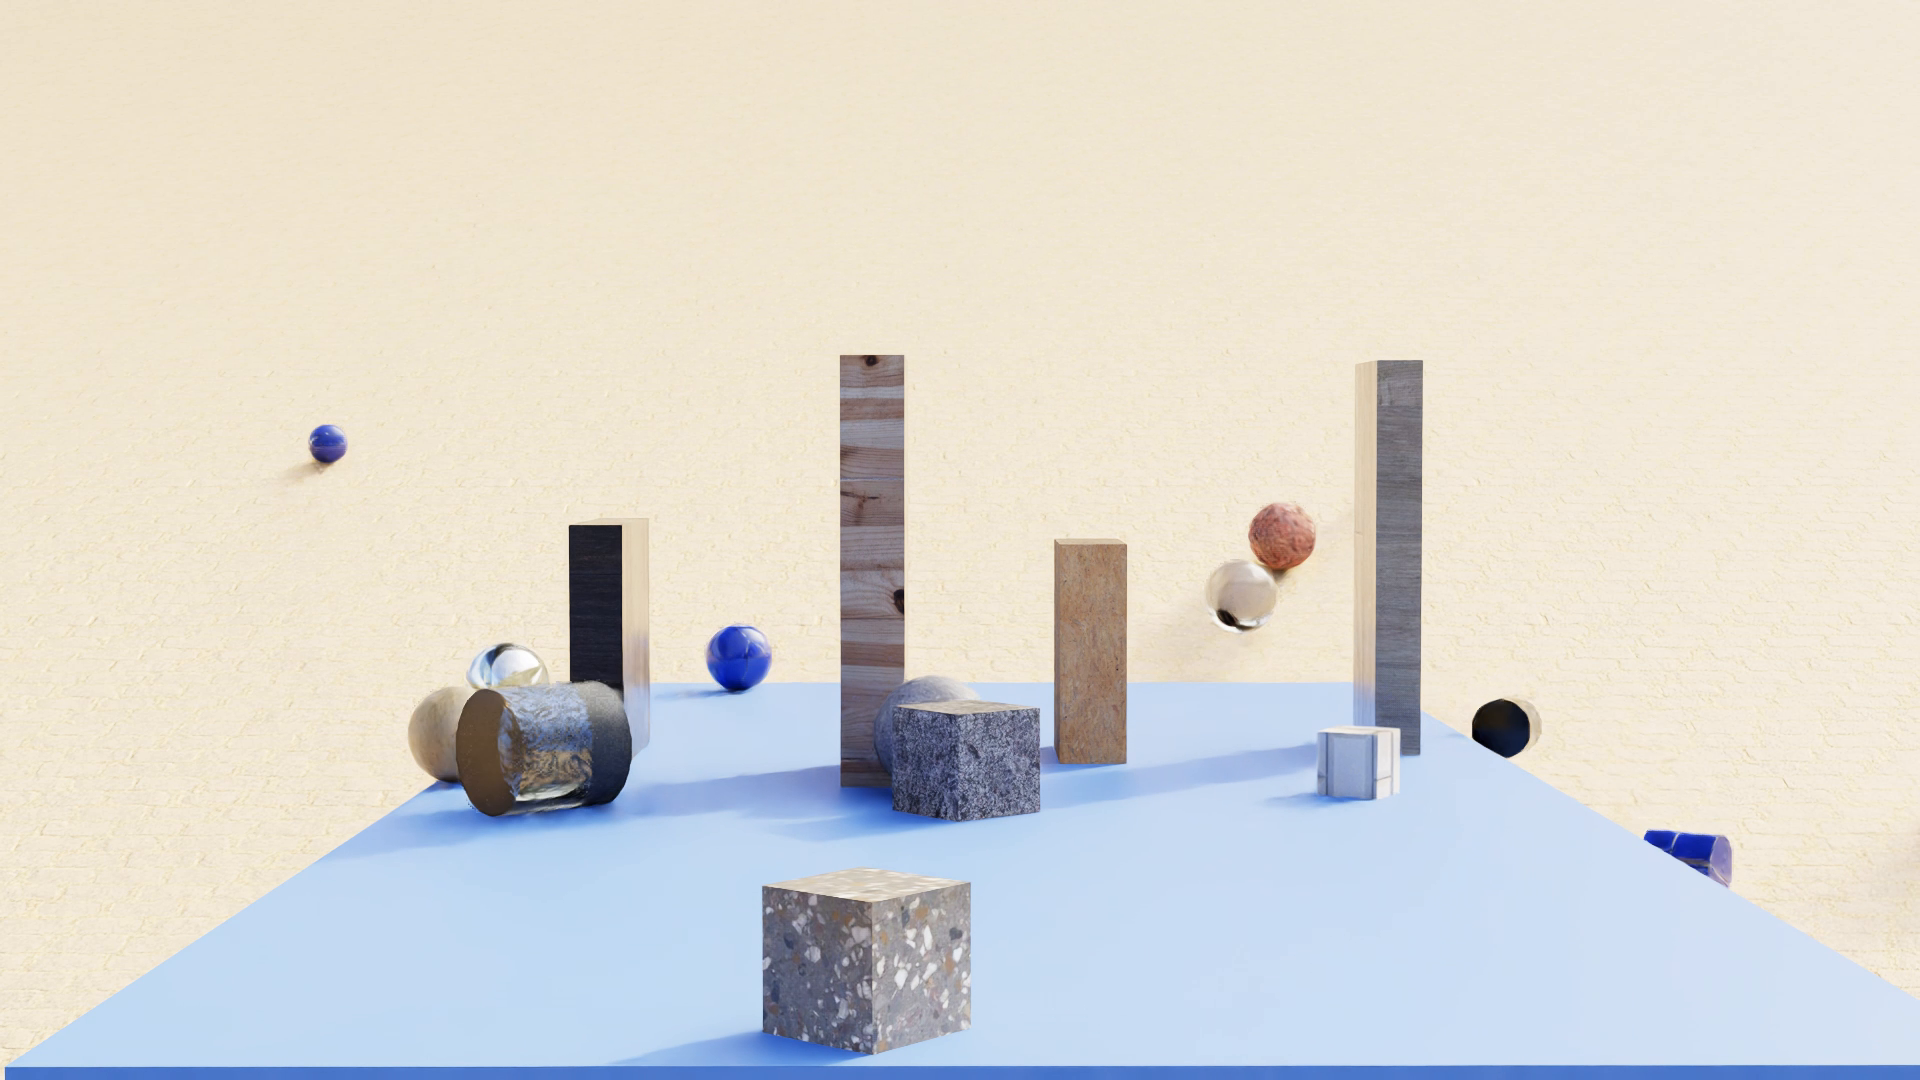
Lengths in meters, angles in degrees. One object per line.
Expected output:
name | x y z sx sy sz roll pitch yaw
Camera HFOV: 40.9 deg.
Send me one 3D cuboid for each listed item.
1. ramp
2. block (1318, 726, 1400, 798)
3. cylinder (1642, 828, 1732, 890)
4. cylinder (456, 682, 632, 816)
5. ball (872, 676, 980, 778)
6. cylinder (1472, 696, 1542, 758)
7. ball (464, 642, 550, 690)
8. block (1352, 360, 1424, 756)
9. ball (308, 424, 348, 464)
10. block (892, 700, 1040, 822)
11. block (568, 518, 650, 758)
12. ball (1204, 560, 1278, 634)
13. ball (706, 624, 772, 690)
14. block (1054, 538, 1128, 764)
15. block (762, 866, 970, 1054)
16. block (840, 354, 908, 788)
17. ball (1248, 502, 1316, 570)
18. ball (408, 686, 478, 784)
ramp | 0.054 0.490 4.542 2.000 0.100 4.000 0 2 0
block | 0.696 0.387 4.495 0.110 0.110 0.110 1 3 30
cylinder | 1.504 0.678 5.339 0.149 0.149 0.149 3 21 35
cylinder | -0.693 0.346 4.288 0.210 0.210 0.210 -2 19 -42
ball | -0.048 0.339 4.484 0.207 0.207 0.207 0 24 0
cylinder | 1.160 0.398 5.463 0.125 0.125 0.125 11 4 23
ball | -0.993 0.317 5.648 0.185 0.185 0.185 0 24 0
block | 0.855 0.030 5.152 0.090 0.771 0.277 0 2 0
ball | -1.999 -0.305 8.144 0.125 0.125 0.125 0 24 0
block | 0.010 0.364 4.277 0.174 0.174 0.174 -2 3 -39
block | -0.685 0.192 5.056 0.101 0.457 0.421 0 2 0
ball | 0.764 0.155 6.996 0.200 0.200 0.200 0 24 0
ball | -0.543 0.288 6.326 0.166 0.166 0.166 0 24 0
block | 0.254 0.211 5.042 0.128 0.418 0.290 0 2 0
block | -0.097 0.436 2.691 0.154 0.154 0.154 2 3 40
block | -0.156 0.049 4.730 0.114 0.767 0.335 0 2 0
ball | 0.926 -0.013 7.387 0.195 0.195 0.195 0 24 0
ball | -0.906 0.350 4.635 0.174 0.174 0.174 0 24 0
